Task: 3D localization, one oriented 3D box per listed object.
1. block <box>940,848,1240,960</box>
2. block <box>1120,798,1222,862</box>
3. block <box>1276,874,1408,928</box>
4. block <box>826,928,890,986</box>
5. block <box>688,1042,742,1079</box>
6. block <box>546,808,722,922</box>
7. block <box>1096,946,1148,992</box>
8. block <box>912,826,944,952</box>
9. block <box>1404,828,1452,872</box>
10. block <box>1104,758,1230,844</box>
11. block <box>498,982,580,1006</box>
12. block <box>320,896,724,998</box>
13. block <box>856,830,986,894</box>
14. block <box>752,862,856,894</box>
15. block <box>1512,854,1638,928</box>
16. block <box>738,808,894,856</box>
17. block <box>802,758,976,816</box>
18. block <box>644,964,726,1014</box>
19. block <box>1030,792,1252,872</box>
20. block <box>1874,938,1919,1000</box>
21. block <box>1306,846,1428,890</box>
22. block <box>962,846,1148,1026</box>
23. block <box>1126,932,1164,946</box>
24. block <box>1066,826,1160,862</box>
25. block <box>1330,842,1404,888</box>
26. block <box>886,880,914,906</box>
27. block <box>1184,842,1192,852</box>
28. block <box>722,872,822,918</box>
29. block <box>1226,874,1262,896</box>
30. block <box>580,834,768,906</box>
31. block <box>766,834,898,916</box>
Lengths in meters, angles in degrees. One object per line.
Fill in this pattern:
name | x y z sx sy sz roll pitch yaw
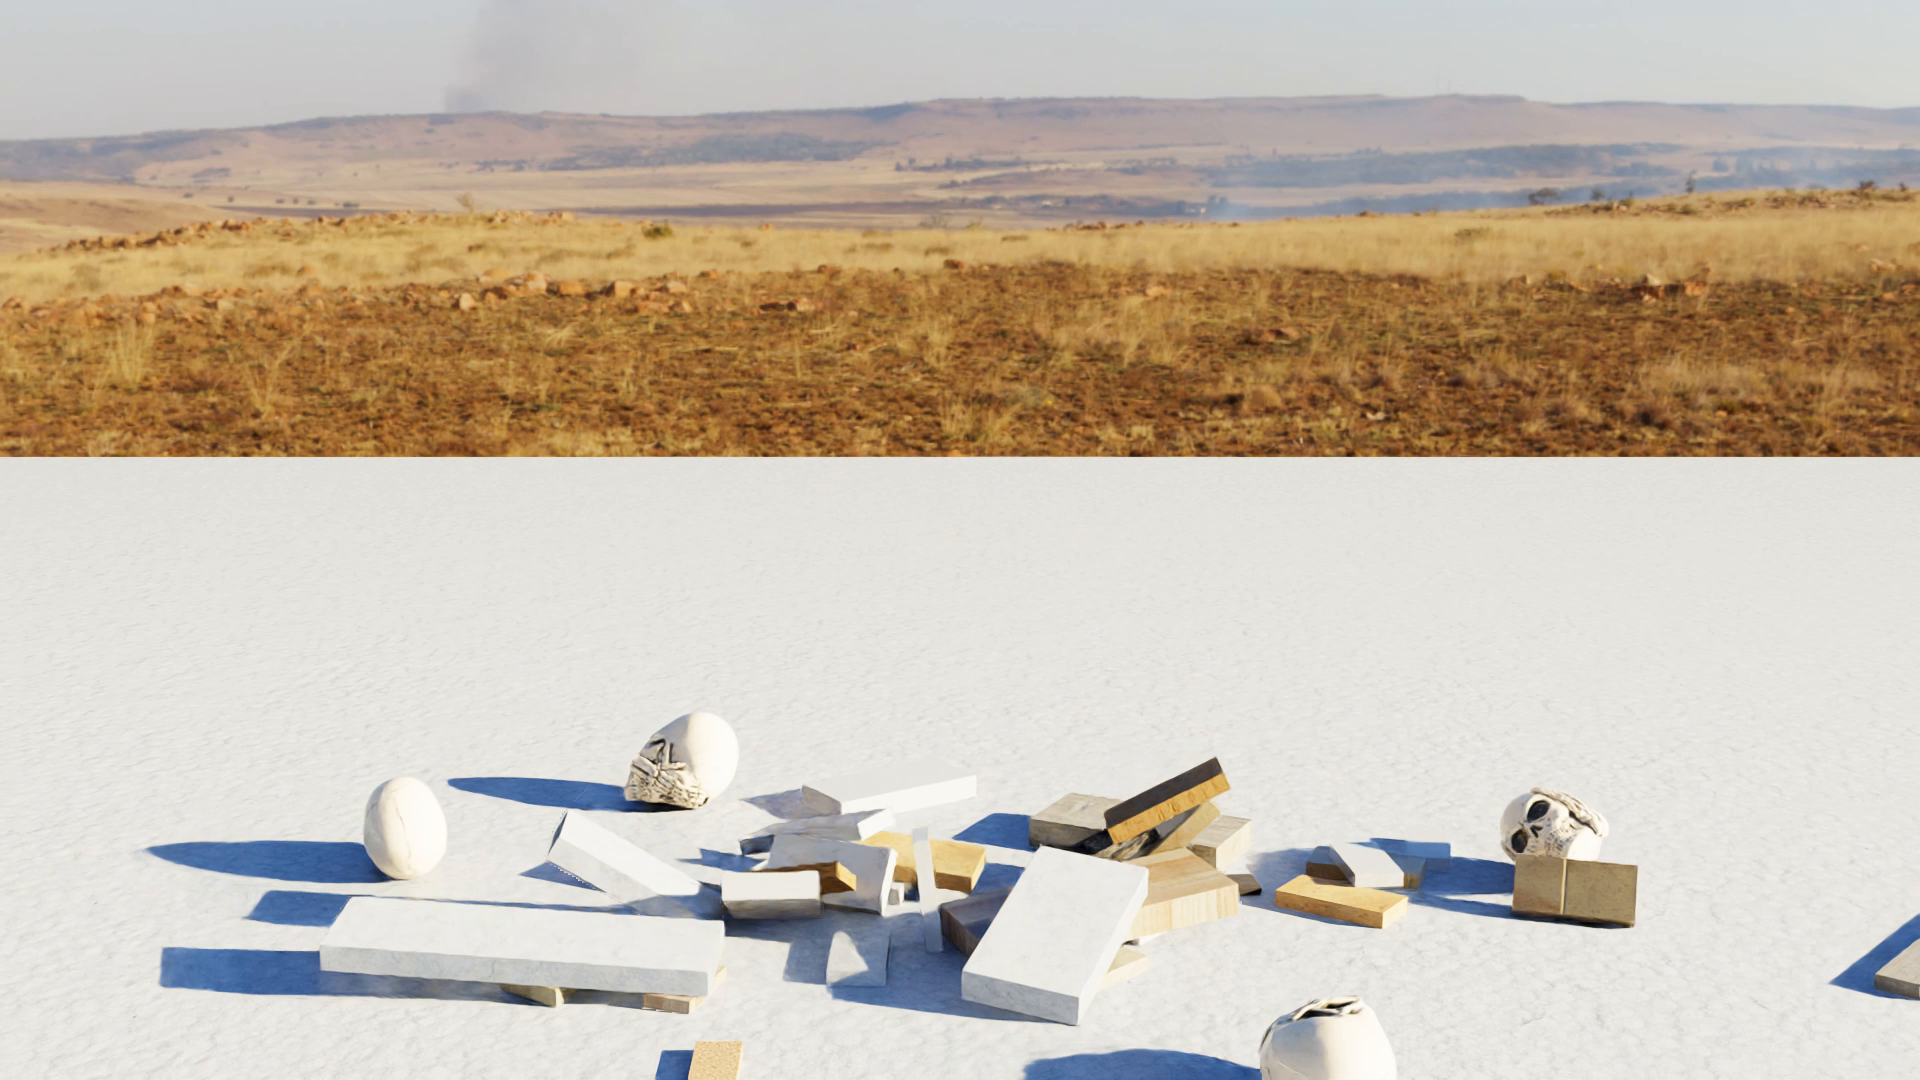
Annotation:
block | 0.204 0.581 3.466 0.436 0.050 0.177 -9 15 -21
block | 0.342 0.502 3.669 0.212 0.030 0.106 -44 6 7
block | 0.623 0.590 3.595 0.190 0.027 0.095 7 13 34
block | -0.153 0.635 3.358 0.088 0.025 0.178 0 11 1
block | -0.330 0.711 2.968 0.064 0.018 0.128 0 11 -2
block | -0.510 0.532 3.469 0.285 0.040 0.143 31 7 -9
block | 0.200 0.646 3.303 0.081 0.023 0.162 10 15 44
block | -0.051 0.543 3.421 0.025 0.176 0.088 -7 6 -1
block | 0.821 0.543 3.860 0.079 0.022 0.158 2 11 13
block | 0.343 0.433 3.657 0.212 0.030 0.106 -27 8 4
block | -0.586 0.626 3.291 0.102 0.029 0.203 11 21 23
block | -0.642 0.599 3.250 0.567 0.042 0.148 3 19 2
block | -0.071 0.533 3.664 0.211 0.030 0.105 7 22 12
block | -0.267 0.553 3.558 0.176 0.025 0.088 -9 -26 15
block | 0.994 0.566 3.553 0.190 0.095 0.027 3 -29 17
block | -0.244 0.494 3.723 0.250 0.029 0.102 -12 3 31
block | -0.133 0.475 4.174 0.297 0.042 0.148 -7 12 -33
block | -0.404 0.657 3.240 0.072 0.020 0.143 7 12 15
block | 0.321 0.520 3.910 0.354 0.050 0.177 5 12 27
block | 1.555 0.624 3.423 0.081 0.023 0.510 9 14 40
block | 0.695 0.559 3.760 0.190 0.027 0.095 4 11 20
block | 0.147 0.586 3.292 0.177 0.050 0.354 9 26 18
block | 0.295 0.607 3.515 0.079 0.022 0.158 8 13 36
block | 0.224 0.525 3.673 0.212 0.030 0.106 -26 8 -5
block | 0.682 0.545 3.699 0.081 0.023 0.162 -1 11 -6
block | -0.184 0.557 3.682 0.211 0.030 0.105 7 22 16
block | 0.354 0.545 3.662 0.014 0.097 0.049 29 9 -6
block | -0.289 0.554 3.425 0.143 0.040 0.285 0 -15 -2
block | 0.449 0.575 3.668 0.097 0.014 0.049 2 20 -16
block | -0.485 0.559 3.724 0.285 0.040 0.143 6 12 28
block | -0.216 0.548 3.611 0.211 0.105 0.030 4 -23 21
